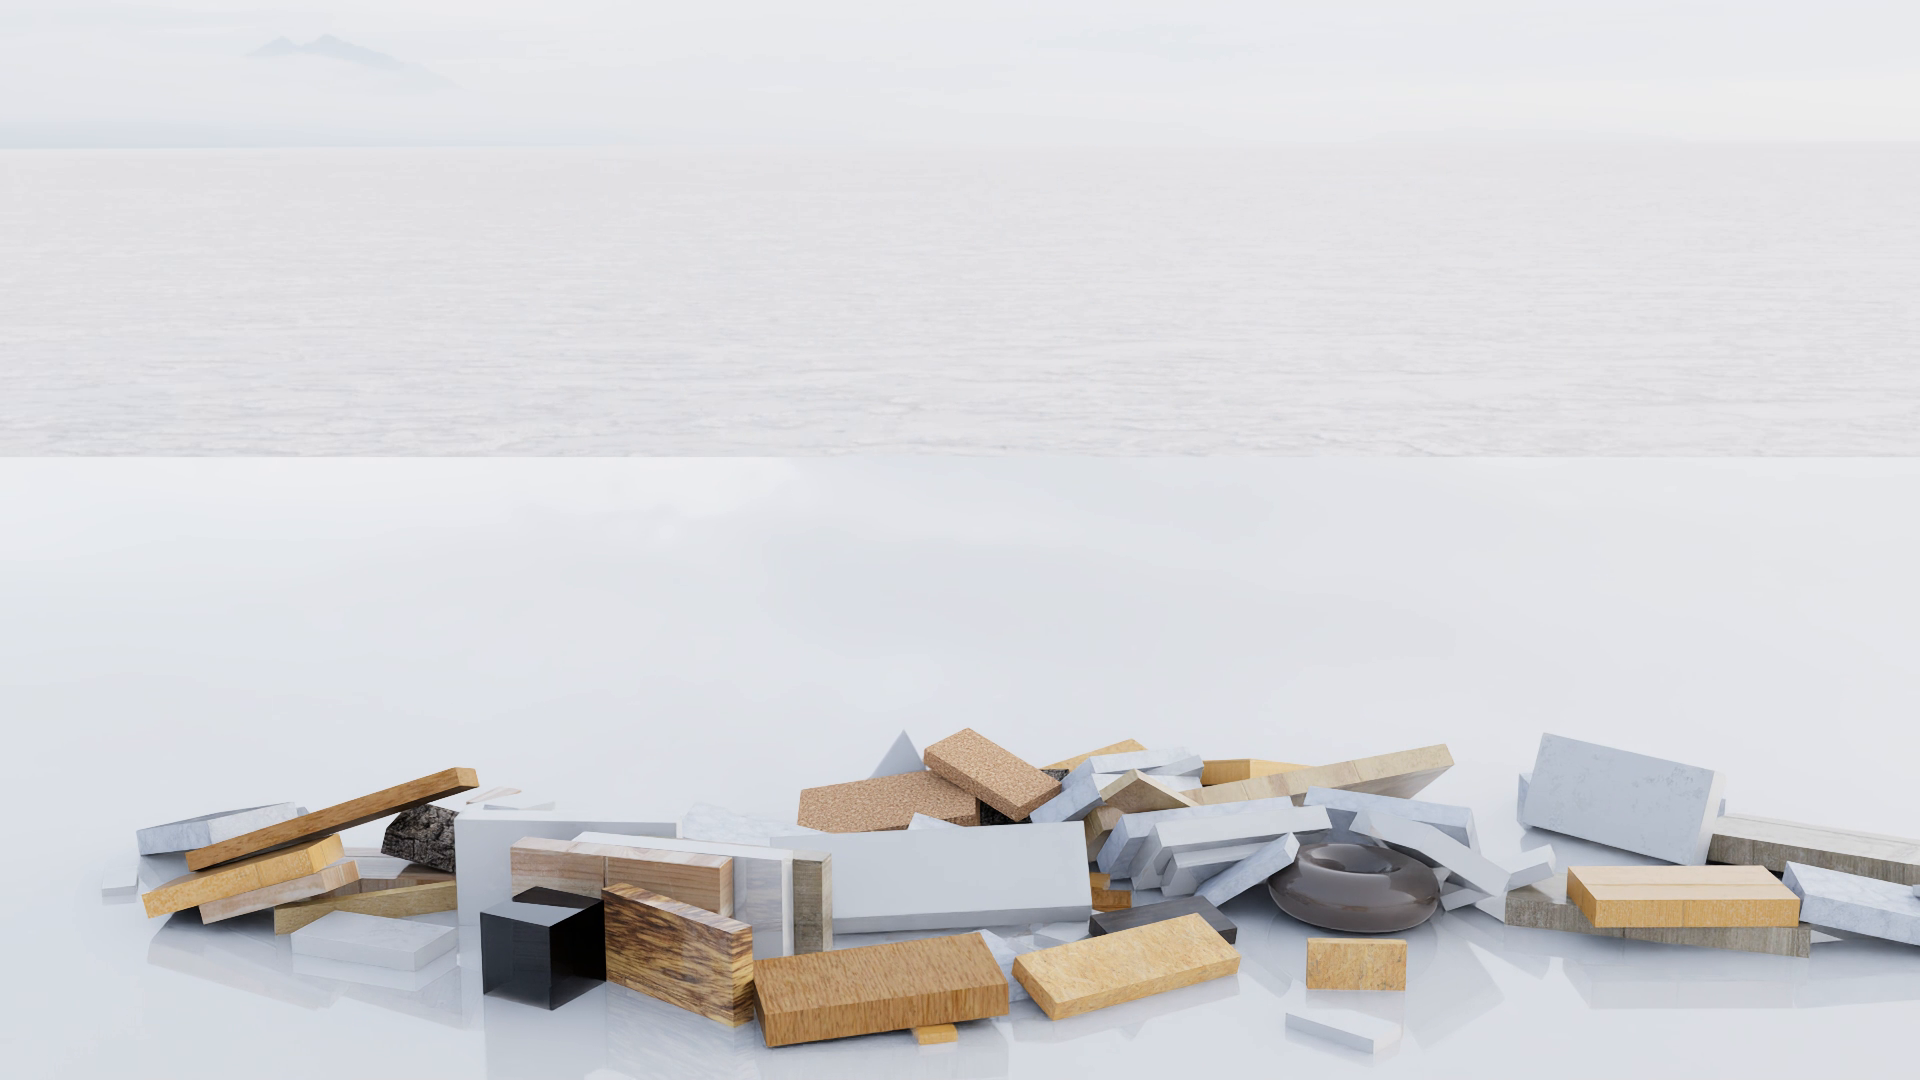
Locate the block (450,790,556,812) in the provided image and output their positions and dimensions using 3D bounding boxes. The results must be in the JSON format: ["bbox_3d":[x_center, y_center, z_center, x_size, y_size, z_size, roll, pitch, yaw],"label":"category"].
[{"bbox_3d":[-0.849,0.503,4.070,0.175,0.025,0.088,-9,14,-41],"label":"block"}]

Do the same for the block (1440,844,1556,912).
[{"bbox_3d":[0.880,0.552,3.596,0.184,0.026,0.092,-23,3,20],"label":"block"}]

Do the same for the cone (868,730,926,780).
[{"bbox_3d":[-0.140,0.470,4.106,0.173,0.173,0.173,-28,14,-5],"label":"cone"}]

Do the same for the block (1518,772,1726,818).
[{"bbox_3d":[1.235,0.483,4.116,0.337,0.048,0.168,0,11,0],"label":"block"}]

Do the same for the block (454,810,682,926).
[{"bbox_3d":[-0.624,0.527,3.520,0.356,0.178,0.050,1,11,3],"label":"block"}]

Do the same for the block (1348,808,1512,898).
[{"bbox_3d":[0.762,0.508,3.588,0.154,0.044,0.309,31,-7,-8],"label":"block"}]

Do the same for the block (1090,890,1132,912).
[{"bbox_3d":[0.208,0.593,3.596,0.142,0.020,0.071,1,11,4],"label":"block"}]

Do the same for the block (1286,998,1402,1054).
[{"bbox_3d":[0.540,0.685,3.102,0.144,0.020,0.072,9,14,41],"label":"block"}]

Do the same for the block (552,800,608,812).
[{"bbox_3d":[-0.524,0.526,3.670,0.355,0.050,0.178,13,12,5],"label":"block"}]

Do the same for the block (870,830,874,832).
[{"bbox_3d":[-0.071,0.545,3.650,0.190,0.027,0.095,22,13,0],"label":"block"}]

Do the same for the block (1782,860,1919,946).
[{"bbox_3d":[1.468,0.583,3.450,0.314,0.044,0.157,11,12,8],"label":"block"}]

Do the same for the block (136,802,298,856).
[{"bbox_3d":[-1.286,0.499,3.803,0.155,0.044,0.310,-10,-2,-43],"label":"block"}]

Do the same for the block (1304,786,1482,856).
[{"bbox_3d":[0.745,0.499,3.787,0.283,0.141,0.040,5,51,27],"label":"block"}]

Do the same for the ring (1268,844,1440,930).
[{"bbox_3d":[0.639,0.562,3.568,0.276,0.092,0.276,2,7,0],"label":"ring"}]

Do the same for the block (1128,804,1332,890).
[{"bbox_3d":[0.452,0.515,3.687,0.309,0.154,0.044,-4,56,-19],"label":"block"}]

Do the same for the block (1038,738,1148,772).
[{"bbox_3d":[0.229,0.452,4.016,0.303,0.043,0.152,-15,25,-25],"label":"block"}]

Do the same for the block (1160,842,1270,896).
[{"bbox_3d":[0.431,0.546,3.653,0.184,0.092,0.026,-5,51,-17],"label":"block"}]

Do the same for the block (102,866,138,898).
[{"bbox_3d":[-1.415,0.575,3.707,0.053,0.015,0.105,-3,11,-18],"label":"block"}]

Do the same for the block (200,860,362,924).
[{"bbox_3d":[-1.085,0.562,3.512,0.223,0.032,0.112,-16,-1,14],"label":"block"}]

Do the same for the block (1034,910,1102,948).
[{"bbox_3d":[0.187,0.617,3.469,0.071,0.020,0.142,8,13,38],"label":"block"}]

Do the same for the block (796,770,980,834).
[{"bbox_3d":[-0.125,0.479,3.871,0.318,0.045,0.159,-9,27,5],"label":"block"}]

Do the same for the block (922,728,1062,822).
[{"bbox_3d":[0.056,0.410,3.863,0.226,0.032,0.113,28,35,35],"label":"block"}]

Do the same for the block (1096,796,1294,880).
[{"bbox_3d":[0.401,0.506,3.733,0.309,0.154,0.044,-4,56,-19],"label":"block"}]

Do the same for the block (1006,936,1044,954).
[{"bbox_3d":[0.122,0.624,3.300,0.054,0.015,0.108,19,-6,46],"label":"block"}]

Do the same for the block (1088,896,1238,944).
[{"bbox_3d":[0.317,0.608,3.434,0.207,0.029,0.103,-5,24,-26],"label":"block"}]

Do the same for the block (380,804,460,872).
[{"bbox_3d":[-0.797,0.521,3.700,0.310,0.044,0.155,15,11,-1],"label":"block"}]

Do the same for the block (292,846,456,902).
[{"bbox_3d":[-0.971,0.563,3.693,0.311,0.044,0.155,1,11,4],"label":"block"}]

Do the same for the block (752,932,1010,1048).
[{"bbox_3d":[-0.119,0.641,3.151,0.346,0.049,0.173,-5,15,-12],"label":"block"}]

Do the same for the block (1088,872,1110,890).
[{"bbox_3d":[0.176,0.576,3.691,0.142,0.020,0.071,3,11,14],"label":"block"}]

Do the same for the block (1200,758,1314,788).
[{"bbox_3d":[0.547,0.437,4.060,0.153,0.043,0.307,-7,-12,37],"label":"block"}]

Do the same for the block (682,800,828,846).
[{"bbox_3d":[-0.291,0.526,3.661,0.355,0.050,0.178,13,12,3],"label":"block"}]
